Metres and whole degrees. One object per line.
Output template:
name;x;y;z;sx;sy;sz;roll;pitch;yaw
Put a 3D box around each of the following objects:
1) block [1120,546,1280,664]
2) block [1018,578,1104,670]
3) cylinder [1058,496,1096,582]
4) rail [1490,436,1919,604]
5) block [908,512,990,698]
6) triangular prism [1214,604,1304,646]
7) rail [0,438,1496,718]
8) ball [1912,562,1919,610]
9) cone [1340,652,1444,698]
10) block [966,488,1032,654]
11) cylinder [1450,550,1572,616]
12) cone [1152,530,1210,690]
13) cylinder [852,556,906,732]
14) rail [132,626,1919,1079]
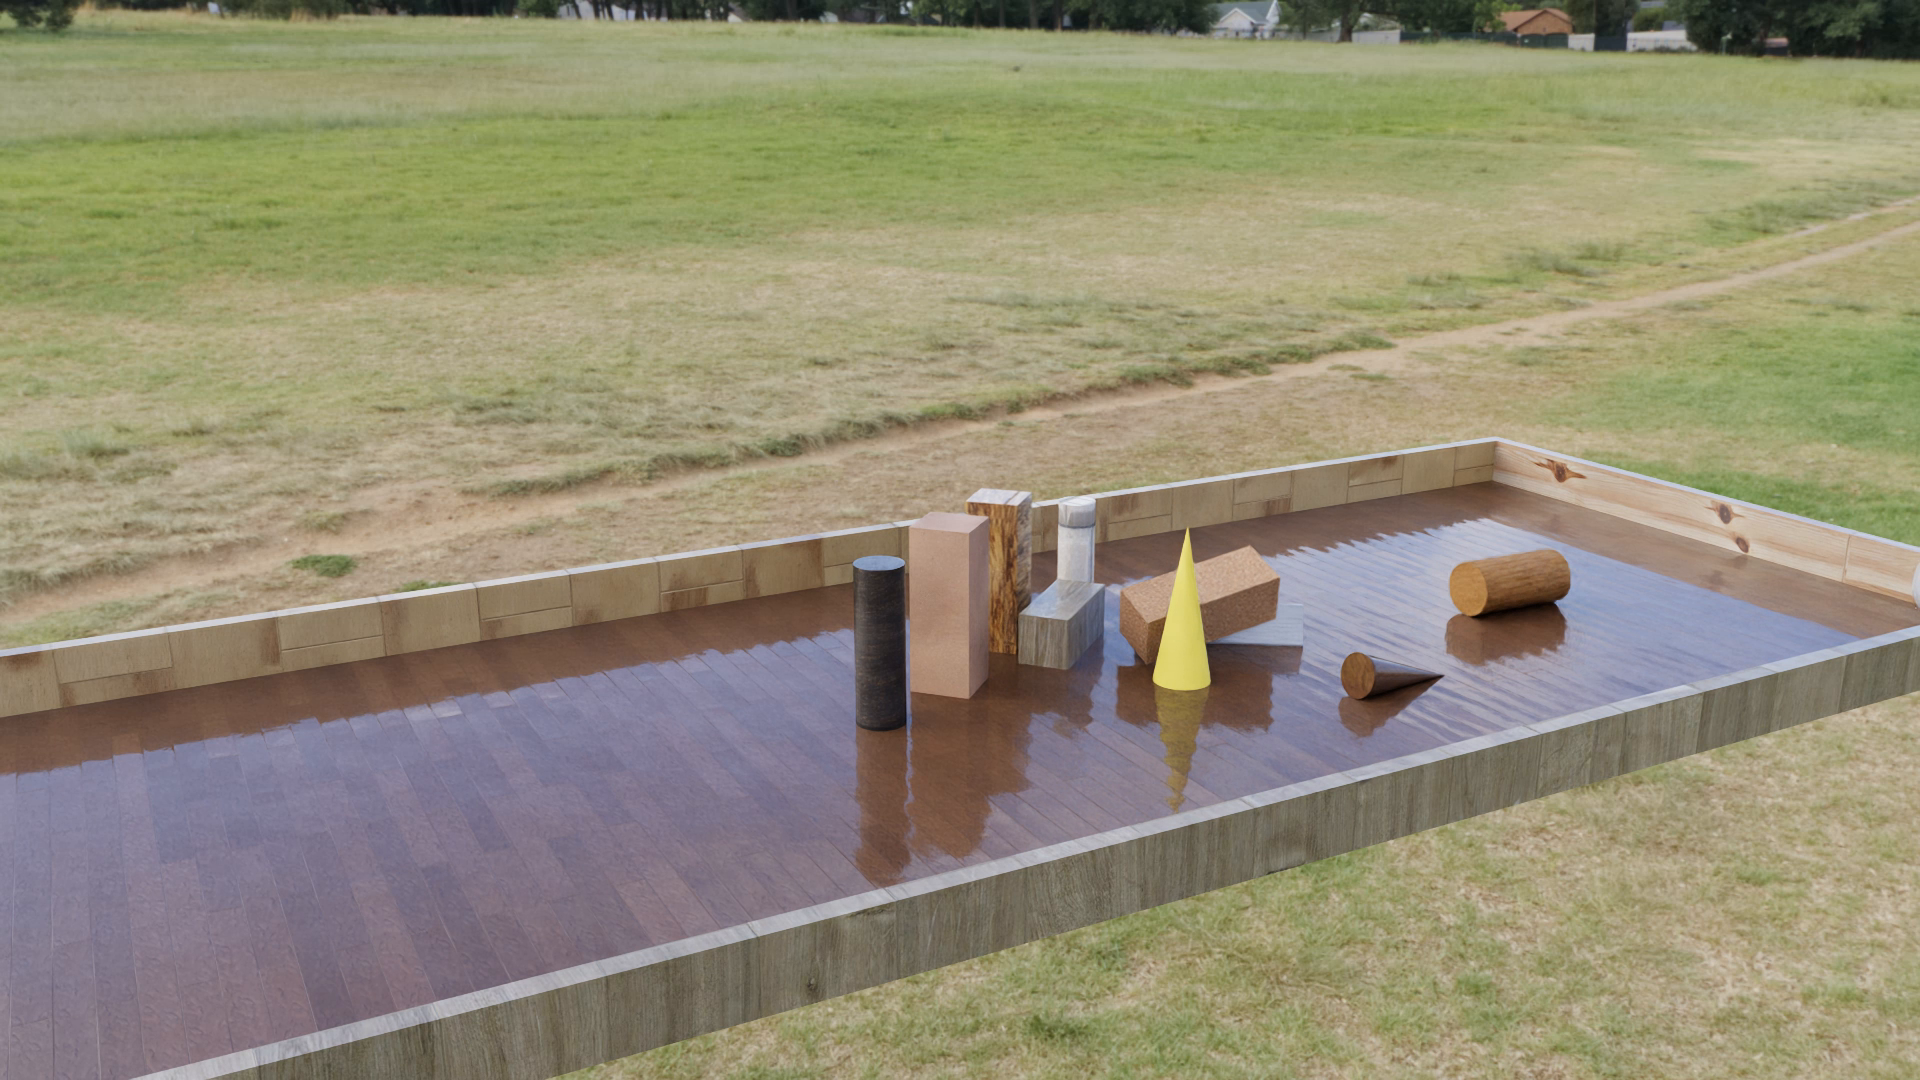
block;0.626;0.168;4.321;0.390;0.146;0.146;-18;42;-17
block;0.272;0.220;4.369;0.134;0.134;0.320;6;18;21
cylinder;0.323;0.051;4.591;0.102;0.332;0.102;0;16;0
rail;2.466;-0.048;5.253;0.050;0.150;2.100;-9;18;-27
block;-0.025;0.159;4.066;0.153;0.422;0.153;6;17;18
triangular prism;0.697;0.212;4.449;0.445;0.098;0.113;2;16;6
rail;-3.305;0.497;3.399;12.000;0.150;0.050;-9;18;-27
ball;2.725;0.125;4.448;0.272;0.272;0.272;0;16;0
cone;1.101;0.337;4.107;0.303;0.114;0.114;3;13;-31
block;0.102;0.081;4.360;0.141;0.405;0.141;5;17;17
cylinder;1.561;0.120;4.679;0.309;0.151;0.151;-8;18;-24
cone;0.559;0.158;4.100;0.146;0.404;0.146;0;16;0
cylinder;-0.186;0.241;3.840;0.120;0.392;0.120;0;16;0
rail;-2.336;1.006;1.665;12.000;0.150;0.050;-9;18;-27
